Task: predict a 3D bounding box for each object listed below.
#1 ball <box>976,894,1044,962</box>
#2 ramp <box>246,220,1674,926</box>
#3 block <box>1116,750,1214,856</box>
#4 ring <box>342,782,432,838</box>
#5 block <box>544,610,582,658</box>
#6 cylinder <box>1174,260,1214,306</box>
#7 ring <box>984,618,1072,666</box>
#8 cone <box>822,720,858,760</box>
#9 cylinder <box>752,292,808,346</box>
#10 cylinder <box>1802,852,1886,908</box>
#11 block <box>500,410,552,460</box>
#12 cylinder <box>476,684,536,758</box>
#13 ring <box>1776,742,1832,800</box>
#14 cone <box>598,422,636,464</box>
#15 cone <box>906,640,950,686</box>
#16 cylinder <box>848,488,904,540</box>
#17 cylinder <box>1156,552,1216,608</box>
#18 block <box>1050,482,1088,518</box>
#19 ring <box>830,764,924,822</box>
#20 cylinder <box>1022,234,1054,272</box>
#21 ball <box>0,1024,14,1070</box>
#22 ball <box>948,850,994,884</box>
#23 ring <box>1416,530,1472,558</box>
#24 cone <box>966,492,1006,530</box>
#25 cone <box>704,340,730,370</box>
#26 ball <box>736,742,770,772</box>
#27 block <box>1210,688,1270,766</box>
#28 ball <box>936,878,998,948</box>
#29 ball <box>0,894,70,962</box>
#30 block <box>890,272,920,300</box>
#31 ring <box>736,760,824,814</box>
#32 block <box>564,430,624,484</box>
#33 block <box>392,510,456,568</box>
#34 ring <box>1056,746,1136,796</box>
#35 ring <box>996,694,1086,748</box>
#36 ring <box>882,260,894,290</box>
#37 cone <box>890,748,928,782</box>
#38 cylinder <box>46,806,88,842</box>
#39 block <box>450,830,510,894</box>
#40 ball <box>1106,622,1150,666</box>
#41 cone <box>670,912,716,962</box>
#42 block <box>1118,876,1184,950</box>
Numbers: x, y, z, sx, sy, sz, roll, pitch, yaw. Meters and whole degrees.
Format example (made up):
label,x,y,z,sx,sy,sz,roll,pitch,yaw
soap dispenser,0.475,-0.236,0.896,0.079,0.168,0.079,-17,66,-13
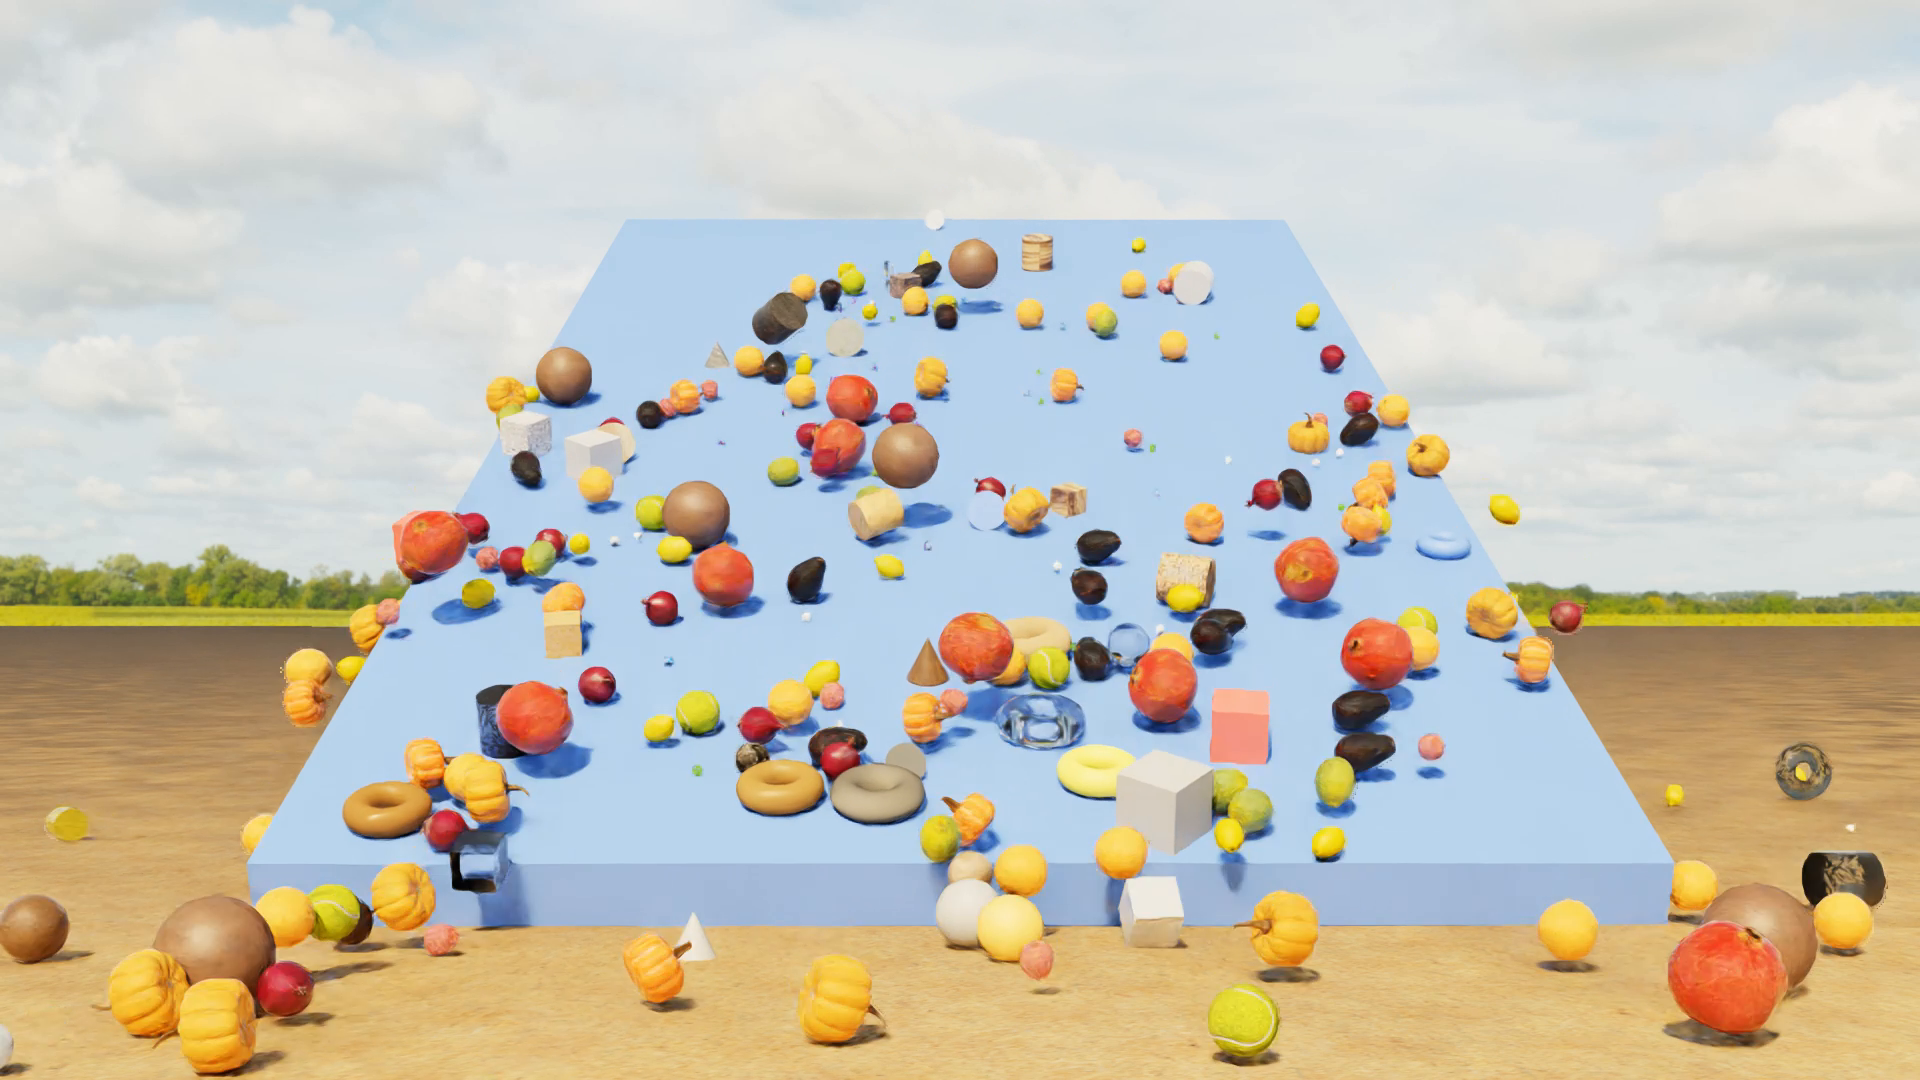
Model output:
label,x,y,z,sx,sy,sz,roll,pitch,yaw
ball,0.064,0.492,2.893,0.085,0.085,0.085,0,-2,0
ramp,-0.006,-0.214,5.079,2.000,0.100,4.000,0,21,0
block,0.292,0.374,3.260,0.100,0.100,0.100,16,26,35
ring,-0.828,0.389,3.297,0.128,0.043,0.128,1,21,0
block,-0.674,0.160,3.872,0.060,0.060,0.060,-4,21,-10
cylinder,0.617,-0.679,6.024,0.097,0.097,0.097,0,20,13
ring,0.114,0.172,3.854,0.149,0.050,0.149,-4,19,1
cone,-0.184,0.301,3.513,0.055,0.055,0.055,0,21,0
cylinder,-0.428,-0.525,5.407,0.096,0.096,0.096,1,-20,-35
cylinder,1.308,0.503,3.378,0.083,0.083,0.083,2,-2,-14
block,-0.923,-0.224,4.854,0.076,0.076,0.076,13,25,31
cylinder,-0.700,0.280,3.521,0.087,0.087,0.087,0,21,0
ring,2.020,0.555,5.462,0.139,0.139,0.046,0,-6,-9
cone,-0.739,-0.197,4.833,0.092,0.092,0.092,0,-6,-14
cone,-0.053,0.194,3.768,0.072,0.072,0.072,0,21,0
cylinder,-0.160,-0.050,4.345,0.079,0.079,0.079,-23,8,-24
cylinder,0.404,0.070,4.070,0.089,0.089,0.089,7,0,17
block,0.216,-0.080,4.518,0.051,0.051,0.051,-15,26,-35
ring,-0.120,0.371,3.344,0.139,0.046,0.139,1,20,0
cylinder,0.216,-0.799,6.348,0.088,0.088,0.088,0,21,0
ball,-0.927,0.483,2.166,0.053,0.053,0.053,0,-2,0
ball,0.015,0.455,3.108,0.062,0.062,0.062,0,-2,0
ring,0.916,0.008,4.316,0.102,0.034,0.102,1,20,0
cone,0.054,-0.053,4.469,0.078,0.078,0.078,0,-6,4
cone,-0.581,-0.448,5.460,0.064,0.064,0.064,0,21,0
ball,-0.313,0.331,3.437,0.052,0.052,0.052,0,-2,0
block,0.430,0.287,3.510,0.086,0.086,0.086,2,21,6
ball,0.012,0.492,3.004,0.090,0.090,0.090,0,-2,0
ball,-1.175,0.492,2.891,0.086,0.086,0.086,0,-2,0
block,-0.145,-0.675,6.064,0.058,0.058,0.058,-17,26,-37
ring,-0.266,0.364,3.364,0.130,0.043,0.130,-1,20,0
block,-0.757,-0.172,4.710,0.083,0.083,0.083,18,27,39
block,-1.003,-0.002,4.265,0.080,0.080,0.080,6,22,15
ring,0.208,0.346,3.416,0.127,0.042,0.127,0,20,0
ring,0.127,0.283,3.574,0.143,0.048,0.143,0,20,0
ring,-0.191,-0.710,6.124,0.027,0.080,0.080,-8,-1,-7
cone,-0.089,0.340,3.448,0.064,0.064,0.064,1,8,-21
cylinder,-1.754,0.557,4.480,0.064,0.064,0.064,1,-2,-36
block,-0.660,0.442,3.136,0.061,0.061,0.061,3,23,8
ball,0.281,0.175,3.798,0.073,0.073,0.073,0,-2,0
cone,-0.342,0.506,2.924,0.060,0.060,0.060,0,-2,0
block,0.252,0.491,3.004,0.066,0.066,0.066,-1,-47,-9
